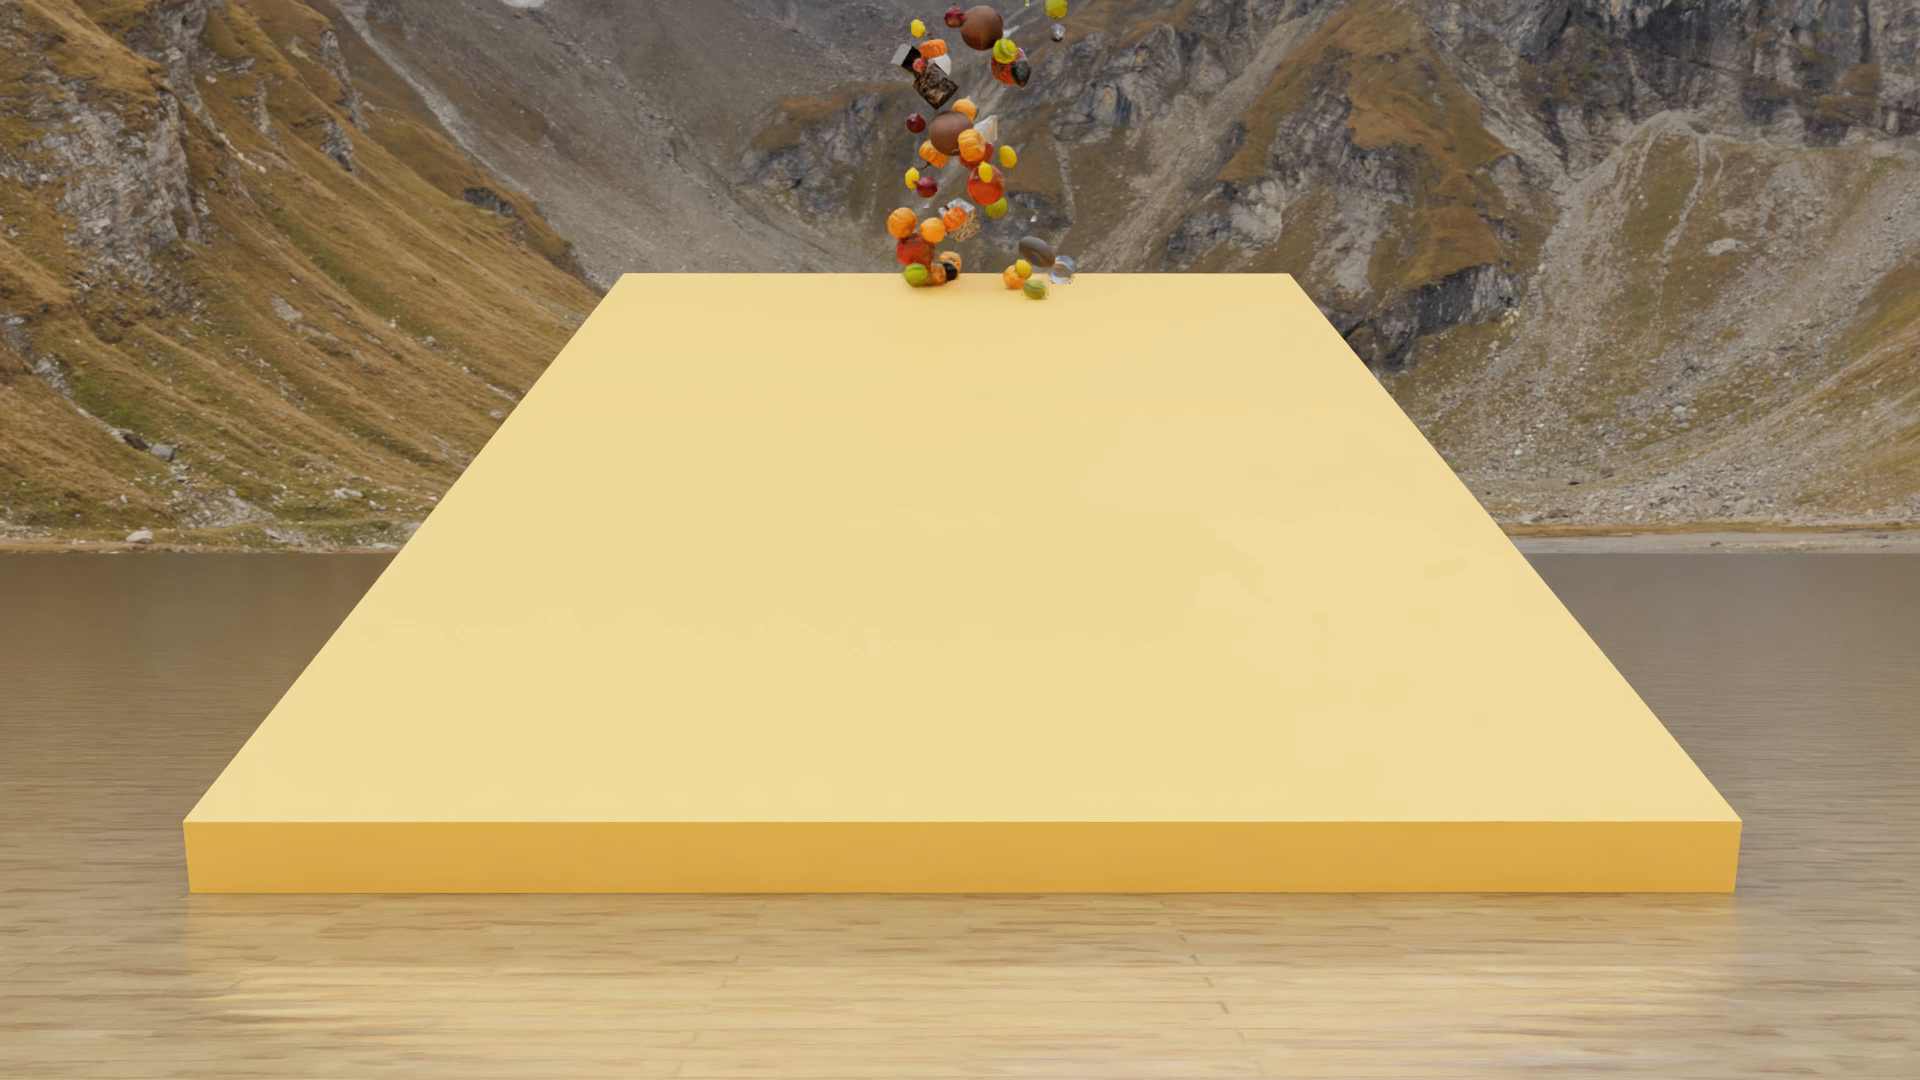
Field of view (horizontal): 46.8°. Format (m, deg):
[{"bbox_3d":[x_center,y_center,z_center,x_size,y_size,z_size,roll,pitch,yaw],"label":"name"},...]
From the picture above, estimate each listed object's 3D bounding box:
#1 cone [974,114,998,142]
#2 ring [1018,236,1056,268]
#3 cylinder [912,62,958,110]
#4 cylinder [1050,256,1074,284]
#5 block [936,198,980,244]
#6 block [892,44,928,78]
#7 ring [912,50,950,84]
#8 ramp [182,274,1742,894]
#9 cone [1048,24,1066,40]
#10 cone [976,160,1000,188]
[{"bbox_3d":[0.088,-1.173,6.258,0.075,0.075,0.075,0,-37,-30],"label":"cone"},{"bbox_3d":[0.225,-0.839,6.479,0.120,0.040,0.120,30,-18,11],"label":"ring"},{"bbox_3d":[-0.070,-1.279,6.261,0.092,0.092,0.092,-44,-1,-1],"label":"cylinder"},{"bbox_3d":[0.300,-0.792,6.510,0.066,0.066,0.066,0,29,11],"label":"cylinder"},{"bbox_3d":[-0.004,-0.941,6.538,0.083,0.083,0.083,-32,44,-18],"label":"block"},{"bbox_3d":[-0.146,-1.391,6.436,0.066,0.066,0.066,28,3,-35],"label":"block"},{"bbox_3d":[-0.085,-1.369,6.479,0.134,0.134,0.045,0,-18,37],"label":"ring"},{"bbox_3d":[-0.003,-0.172,4.775,2.000,0.100,4.000,0,17,0],"label":"ramp"},{"bbox_3d":[0.286,-1.478,6.519,0.054,0.054,0.054,0,38,-4],"label":"cone"},{"bbox_3d":[0.067,-1.071,6.548,0.074,0.074,0.074,30,6,-3],"label":"cone"}]
